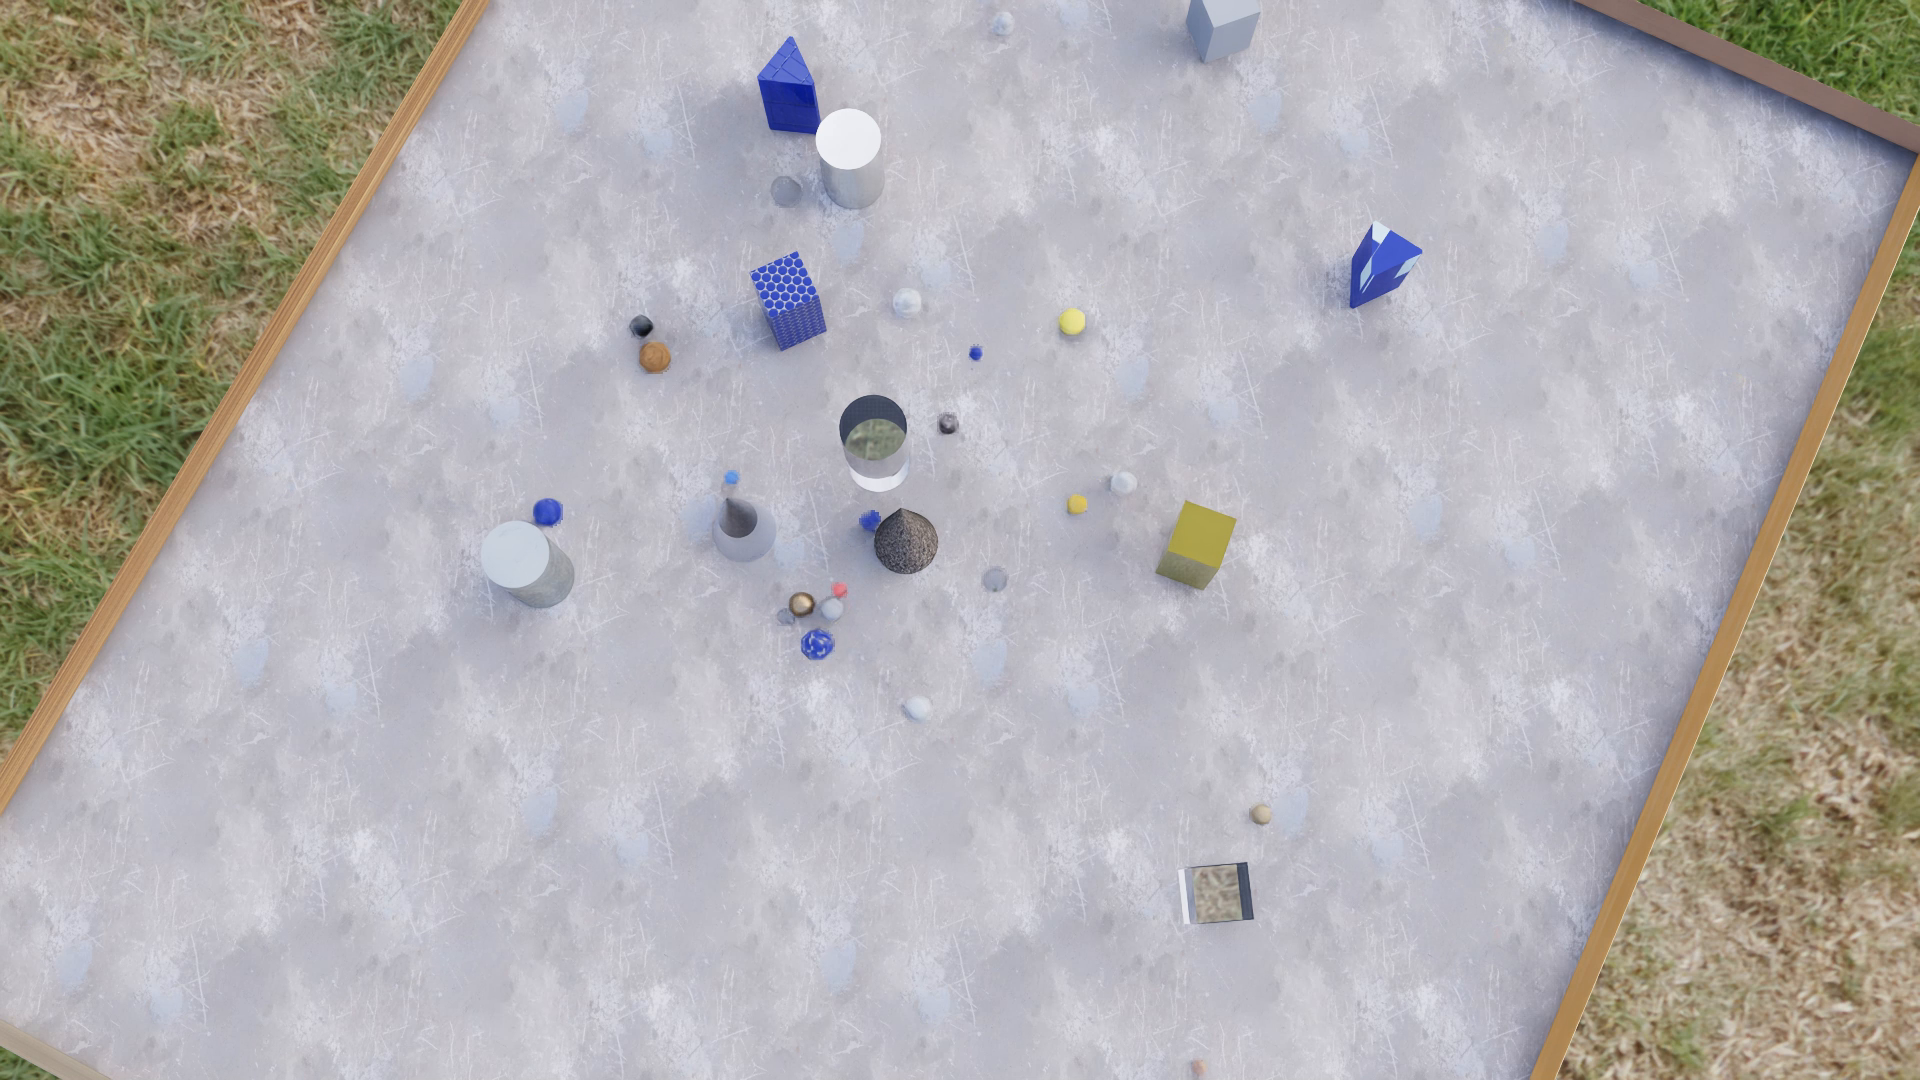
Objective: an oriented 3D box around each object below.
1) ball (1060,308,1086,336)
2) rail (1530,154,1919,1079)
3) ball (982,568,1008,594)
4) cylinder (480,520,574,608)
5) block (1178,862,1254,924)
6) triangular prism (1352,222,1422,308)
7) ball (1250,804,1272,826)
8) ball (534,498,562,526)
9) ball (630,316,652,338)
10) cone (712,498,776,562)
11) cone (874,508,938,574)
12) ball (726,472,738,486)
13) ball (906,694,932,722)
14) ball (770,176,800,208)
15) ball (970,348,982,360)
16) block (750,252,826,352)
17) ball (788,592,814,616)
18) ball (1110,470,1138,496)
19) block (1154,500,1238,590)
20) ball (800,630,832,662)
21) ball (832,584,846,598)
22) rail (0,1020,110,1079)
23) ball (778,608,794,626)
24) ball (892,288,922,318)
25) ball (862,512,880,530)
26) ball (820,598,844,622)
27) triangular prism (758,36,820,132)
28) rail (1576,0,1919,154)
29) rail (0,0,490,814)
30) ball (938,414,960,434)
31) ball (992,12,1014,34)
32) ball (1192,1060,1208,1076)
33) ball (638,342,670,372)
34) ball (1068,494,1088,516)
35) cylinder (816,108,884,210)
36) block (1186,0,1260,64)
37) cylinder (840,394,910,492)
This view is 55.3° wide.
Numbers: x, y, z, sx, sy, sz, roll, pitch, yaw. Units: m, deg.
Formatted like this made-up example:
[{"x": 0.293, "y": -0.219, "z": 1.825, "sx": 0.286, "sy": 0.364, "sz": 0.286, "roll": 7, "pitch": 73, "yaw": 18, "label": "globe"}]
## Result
[{"x": 0.351, "y": -0.681, "z": 5.715, "sx": 0.083, "sy": 0.083, "sz": 0.083, "roll": 0, "pitch": 78, "yaw": 0, "label": "ball"}, {"x": 1.947, "y": 0.960, "z": 5.352, "sx": 0.045, "sy": 0.128, "sz": 5.060, "roll": 26, "pitch": 80, "yaw": 5, "label": "rail"}, {"x": 0.105, "y": 0.123, "z": 5.552, "sx": 0.076, "sy": 0.076, "sz": 0.076, "roll": 0, "pitch": 78, "yaw": 0, "label": "ball"}, {"x": -1.274, "y": 0.076, "z": 5.420, "sx": 0.197, "sy": 0.353, "sz": 0.197, "roll": 0, "pitch": 78, "yaw": 0, "label": "cylinder"}, {"x": 0.730, "y": 1.013, "z": 5.245, "sx": 0.157, "sy": 0.316, "sz": 0.157, "roll": -5, "pitch": 78, "yaw": -1, "label": "block"}, {"x": 1.276, "y": -0.862, "z": 5.640, "sx": 0.170, "sy": 0.304, "sz": 0.148, "roll": -25, "pitch": 79, "yaw": -5, "label": "triangular prism"}, {"x": 0.891, "y": 0.812, "z": 5.417, "sx": 0.062, "sy": 0.062, "sz": 0.062, "roll": 0, "pitch": 78, "yaw": 0, "label": "ball"}, {"x": -1.259, "y": -0.086, "z": 5.591, "sx": 0.086, "sy": 0.086, "sz": 0.086, "roll": 0, "pitch": 78, "yaw": 0, "label": "ball"}, {"x": -0.994, "y": -0.666, "z": 5.718, "sx": 0.071, "sy": 0.071, "sz": 0.071, "roll": 0, "pitch": 78, "yaw": 0, "label": "ball"}, {"x": -0.661, "y": -0.074, "z": 5.400, "sx": 0.197, "sy": 0.455, "sz": 0.197, "roll": 0, "pitch": 78, "yaw": 0, "label": "cone"}, {"x": -0.165, "y": -0.041, "z": 5.375, "sx": 0.197, "sy": 0.490, "sz": 0.197, "roll": 0, "pitch": 78, "yaw": 0, "label": "cone"}, {"x": -0.702, "y": -0.189, "z": 5.635, "sx": 0.041, "sy": 0.041, "sz": 0.041, "roll": 0, "pitch": 78, "yaw": 0, "label": "ball"}, {"x": -0.124, "y": 0.502, "z": 5.472, "sx": 0.079, "sy": 0.079, "sz": 0.079, "roll": 0, "pitch": 78, "yaw": 0, "label": "ball"}, {"x": -0.552, "y": -1.102, "z": 5.795, "sx": 0.097, "sy": 0.097, "sz": 0.097, "roll": 0, "pitch": 78, "yaw": 0, "label": "ball"}, {"x": 0.050, "y": -0.581, "z": 5.716, "sx": 0.041, "sy": 0.041, "sz": 0.041, "roll": 0, "pitch": 78, "yaw": 0, "label": "ball"}, {"x": -0.522, "y": -0.726, "z": 5.600, "sx": 0.157, "sy": 0.326, "sz": 0.157, "roll": -25, "pitch": 79, "yaw": -5, "label": "block"}, {"x": -0.479, "y": 0.194, "z": 5.537, "sx": 0.077, "sy": 0.077, "sz": 0.077, "roll": 0, "pitch": 78, "yaw": 0, "label": "ball"}, {"x": 0.502, "y": -0.172, "z": 5.611, "sx": 0.080, "sy": 0.080, "sz": 0.080, "roll": 0, "pitch": 78, "yaw": 0, "label": "ball"}, {"x": 0.696, "y": 0.020, "z": 5.434, "sx": 0.157, "sy": 0.350, "sz": 0.157, "roll": 20, "pitch": 79, "yaw": 4, "label": "block"}, {"x": -0.430, "y": 0.315, "z": 5.502, "sx": 0.096, "sy": 0.096, "sz": 0.096, "roll": 0, "pitch": 78, "yaw": 0, "label": "ball"}, {"x": -0.367, "y": 0.153, "z": 5.564, "sx": 0.042, "sy": 0.042, "sz": 0.042, "roll": 0, "pitch": 78, "yaw": 0, "label": "ball"}, {"x": -1.121, "y": 2.202, "z": 5.095, "sx": 4.401, "sy": 0.128, "sz": 0.045, "roll": 26, "pitch": 80, "yaw": 5, "label": "rail"}, {"x": -0.529, "y": 0.233, "z": 5.543, "sx": 0.049, "sy": 0.049, "sz": 0.049, "roll": 0, "pitch": 78, "yaw": 0, "label": "ball"}, {"x": -0.165, "y": -0.741, "z": 5.723, "sx": 0.091, "sy": 0.091, "sz": 0.091, "roll": 0, "pitch": 78, "yaw": 0, "label": "ball"}, {"x": -0.272, "y": -0.056, "z": 5.570, "sx": 0.053, "sy": 0.053, "sz": 0.053, "roll": 0, "pitch": 78, "yaw": 0, "label": "ball"}, {"x": -0.387, "y": 0.210, "z": 5.537, "sx": 0.071, "sy": 0.071, "sz": 0.071, "roll": 0, "pitch": 78, "yaw": 0, "label": "ball"}, {"x": -0.520, "y": -1.423, "z": 5.728, "sx": 0.170, "sy": 0.358, "sz": 0.148, "roll": 6, "pitch": 78, "yaw": 1, "label": "triangular prism"}, {"x": 1.121, "y": -2.188, "z": 6.003, "sx": 4.401, "sy": 0.128, "sz": 0.045, "roll": 26, "pitch": 80, "yaw": 5, "label": "rail"}, {"x": -1.947, "y": -0.947, "z": 5.746, "sx": 0.045, "sy": 0.128, "sz": 5.060, "roll": 26, "pitch": 80, "yaw": 5, "label": "rail"}, {"x": -0.034, "y": -0.358, "z": 5.658, "sx": 0.064, "sy": 0.064, "sz": 0.064, "roll": 0, "pitch": 78, "yaw": 0, "label": "ball"}, {"x": 0.141, "y": -1.671, "z": 5.926, "sx": 0.072, "sy": 0.072, "sz": 0.072, "roll": 0, "pitch": 78, "yaw": 0, "label": "ball"}, {"x": 0.690, "y": 1.521, "z": 5.280, "sx": 0.043, "sy": 0.043, "sz": 0.043, "roll": 0, "pitch": 78, "yaw": 0, "label": "ball"}, {"x": -0.947, "y": -0.568, "z": 5.684, "sx": 0.098, "sy": 0.098, "sz": 0.098, "roll": 0, "pitch": 78, "yaw": 0, "label": "ball"}, {"x": 0.359, "y": -0.108, "z": 5.607, "sx": 0.063, "sy": 0.063, "sz": 0.063, "roll": 0, "pitch": 78, "yaw": 0, "label": "ball"}, {"x": -0.338, "y": -1.181, "z": 5.698, "sx": 0.197, "sy": 0.319, "sz": 0.197, "roll": 0, "pitch": 78, "yaw": 0, "label": "cylinder"}, {"x": 0.836, "y": -1.667, "z": 5.837, "sx": 0.157, "sy": 0.244, "sz": 0.157, "roll": -20, "pitch": 79, "yaw": -4, "label": "block"}, {"x": -0.250, "y": -0.285, "z": 5.475, "sx": 0.197, "sy": 0.393, "sz": 0.197, "roll": 0, "pitch": 78, "yaw": 0, "label": "cylinder"}]
